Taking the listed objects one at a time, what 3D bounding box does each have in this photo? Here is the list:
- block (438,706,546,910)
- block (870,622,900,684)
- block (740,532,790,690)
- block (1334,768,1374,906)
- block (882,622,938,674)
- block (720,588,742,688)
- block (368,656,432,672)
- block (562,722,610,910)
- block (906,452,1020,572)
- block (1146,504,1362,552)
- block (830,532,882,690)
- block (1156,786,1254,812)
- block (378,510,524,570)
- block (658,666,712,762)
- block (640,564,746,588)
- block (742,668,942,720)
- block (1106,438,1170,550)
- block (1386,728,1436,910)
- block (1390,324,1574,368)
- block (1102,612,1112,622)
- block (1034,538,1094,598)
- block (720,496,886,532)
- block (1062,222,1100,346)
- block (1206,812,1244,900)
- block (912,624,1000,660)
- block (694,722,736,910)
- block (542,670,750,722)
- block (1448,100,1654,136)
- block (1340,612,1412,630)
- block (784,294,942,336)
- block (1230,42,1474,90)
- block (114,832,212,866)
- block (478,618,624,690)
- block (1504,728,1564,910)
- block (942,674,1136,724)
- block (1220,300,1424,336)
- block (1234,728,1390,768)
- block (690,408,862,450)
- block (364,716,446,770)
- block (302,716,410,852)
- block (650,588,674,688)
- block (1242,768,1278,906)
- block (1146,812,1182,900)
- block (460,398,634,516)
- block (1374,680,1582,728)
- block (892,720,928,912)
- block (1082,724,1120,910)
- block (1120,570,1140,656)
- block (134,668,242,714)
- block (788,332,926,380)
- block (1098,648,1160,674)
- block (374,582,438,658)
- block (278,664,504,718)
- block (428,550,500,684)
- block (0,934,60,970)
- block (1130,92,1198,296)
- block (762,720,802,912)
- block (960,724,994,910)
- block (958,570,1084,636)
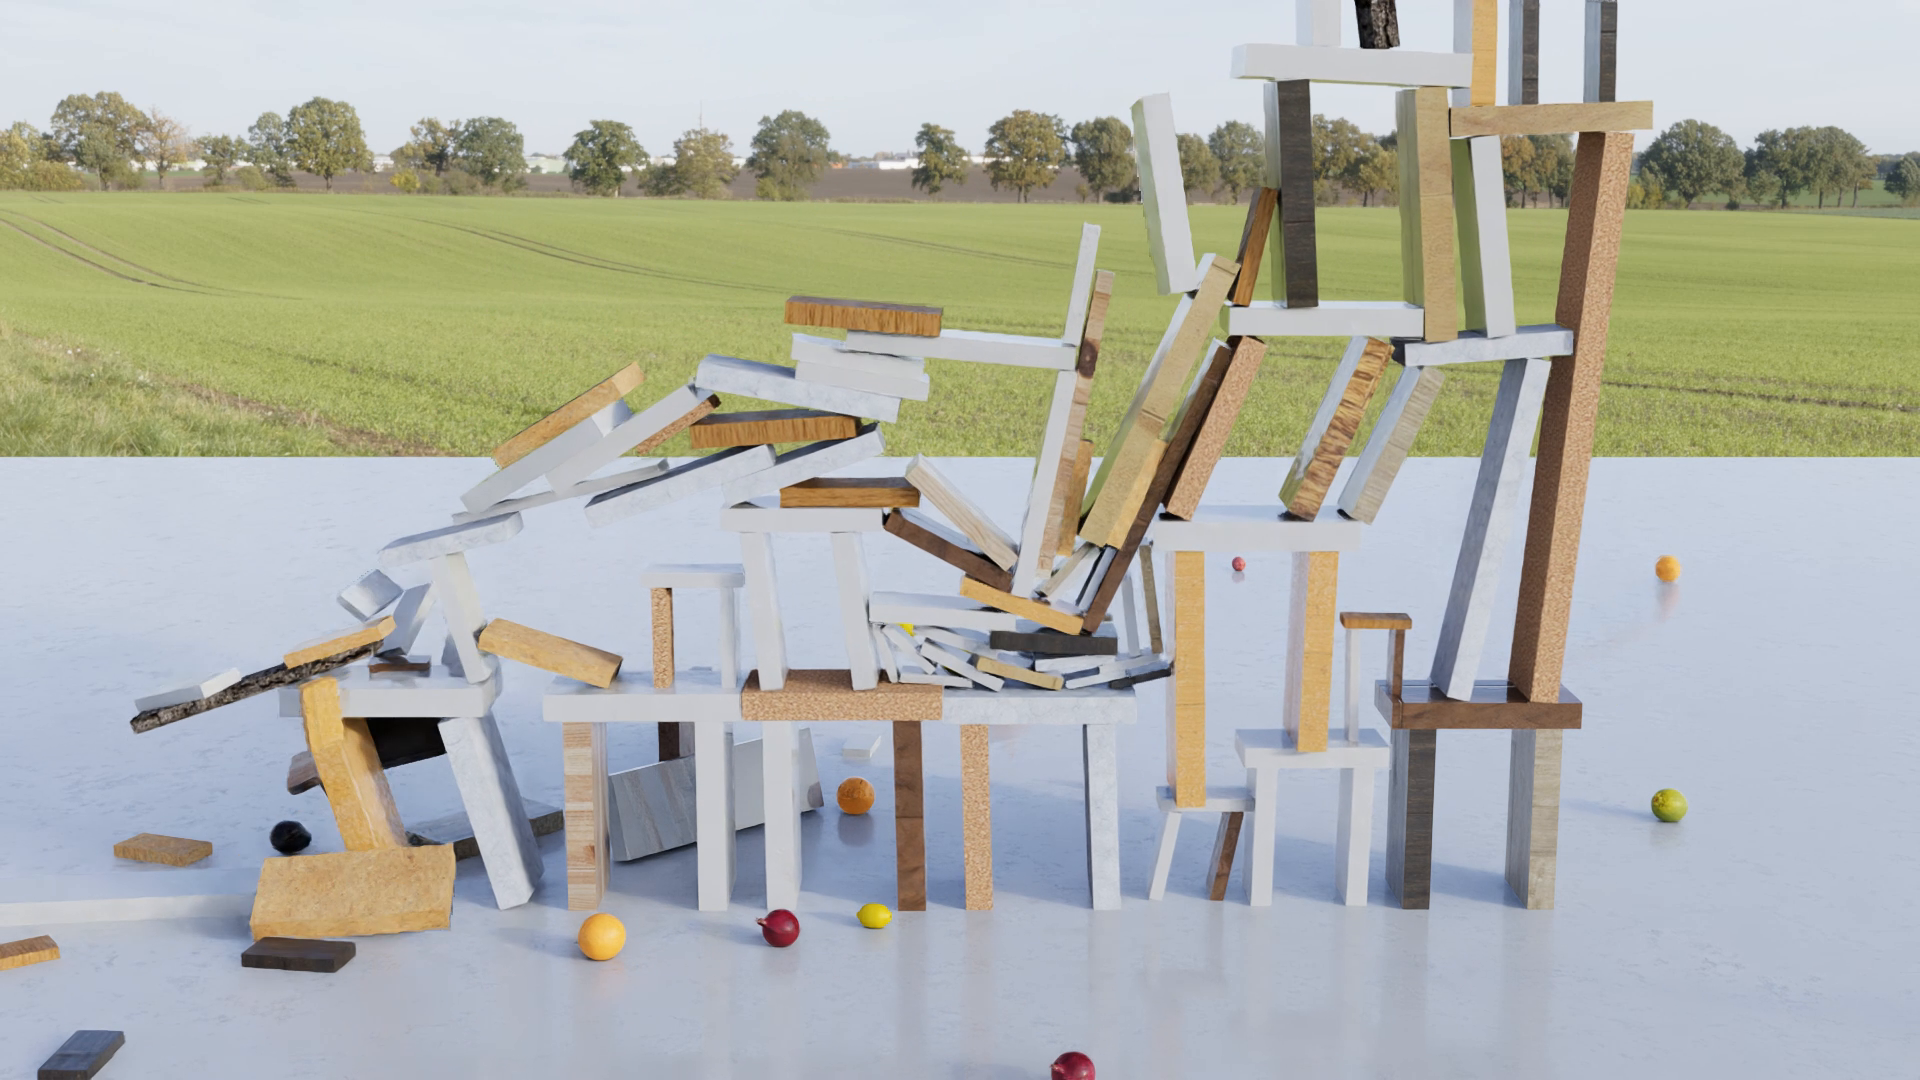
[{"bbox_3d":[-0.774,0.429,3.642,0.046,0.326,0.163,-16,10,3],"label":"block"},{"bbox_3d":[-0.121,0.176,3.594,0.015,0.108,0.054,-18,9,5],"label":"block"},{"bbox_3d":[-0.317,0.103,3.575,0.036,0.257,0.129,-7,10,1],"label":"block"},{"bbox_3d":[0.653,0.474,3.647,0.033,0.235,0.117,1,11,0],"label":"block"},{"bbox_3d":[-0.082,0.172,3.585,0.108,0.015,0.054,43,9,-5],"label":"block"},{"bbox_3d":[-0.374,0.150,3.590,0.023,0.166,0.083,0,11,0],"label":"block"},{"bbox_3d":[-0.932,0.206,3.659,0.097,0.014,0.049,-2,11,-9],"label":"block"},{"bbox_3d":[-0.616,0.434,3.637,0.045,0.319,0.159,0,11,0],"label":"block"},{"bbox_3d":[0.003,-0.046,3.528,0.221,0.031,0.110,43,8,-9],"label":"block"},{"bbox_3d":[0.469,-0.020,3.552,0.328,0.046,0.164,0,11,0],"label":"block"},{"bbox_3d":[-0.168,0.103,3.574,0.036,0.257,0.129,-7,10,3],"label":"block"},{"bbox_3d":[0.404,0.428,3.641,0.152,0.022,0.076,0,11,0],"label":"block"},{"bbox_3d":[-0.823,-0.001,3.565,0.212,0.030,0.106,-13,10,4],"label":"block"},{"bbox_3d":[-0.556,0.365,4.470,0.042,0.149,0.299,1,11,6],"label":"block"},{"bbox_3d":[-0.430,0.058,3.573,0.166,0.023,0.083,0,11,0],"label":"block"},{"bbox_3d":[-0.189,0.253,3.602,0.320,0.045,0.160,0,11,0],"label":"block"},{"bbox_3d":[0.280,-0.078,3.533,0.026,0.184,0.092,25,5,-4],"label":"block"},{"bbox_3d":[0.745,0.440,3.641,0.043,0.305,0.153,0,11,0],"label":"block"},{"bbox_3d":[0.828,-0.311,3.501,0.263,0.037,0.131,-4,10,1],"label":"block"},{"bbox_3d":[0.348,0.194,5.756,0.059,0.017,0.117,-4,11,-22],"label":"block"},{"bbox_3d":[0.170,0.045,3.556,0.016,0.116,0.058,43,-7,-6],"label":"block"},{"bbox_3d":[-0.251,-0.043,3.547,0.257,0.036,0.129,0,11,1],"label":"block"},{"bbox_3d":[0.191,-0.404,3.465,0.026,0.186,0.093,10,10,0],"label":"block"},{"bbox_3d":[0.440,0.514,3.659,0.022,0.152,0.076,11,10,-2],"label":"block"},{"bbox_3d":[-0.004,0.157,3.588,0.144,0.020,0.072,18,11,3],"label":"block"},{"bbox_3d":[-0.403,0.434,3.637,0.045,0.319,0.159,0,11,0],"label":"block"},{"bbox_3d":[-0.510,0.255,3.604,0.319,0.045,0.159,0,11,0],"label":"block"},{"bbox_3d":[0.905,-0.658,3.434,0.308,0.044,0.154,-2,10,1],"label":"block"},{"bbox_3d":[0.678,0.132,3.588,0.109,0.015,0.054,1,11,2],"label":"block"},{"bbox_3d":[-0.150,-0.355,3.474,0.242,0.034,0.121,5,11,0],"label":"block"},{"bbox_3d":[0.606,-0.738,3.430,0.346,0.049,0.173,3,10,-1],"label":"block"},{"bbox_3d":[-1.399,0.543,3.861,0.150,0.021,0.075,4,11,21],"label":"block"},{"bbox_3d":[-0.669,0.184,3.598,0.221,0.030,0.106,18,10,-3],"label":"block"},{"bbox_3d":[0.949,0.440,3.641,0.043,0.305,0.153,0,11,0],"label":"block"},{"bbox_3d":[0.128,0.260,3.606,0.312,0.044,0.156,0,11,0],"label":"block"},{"bbox_3d":[0.571,-0.352,3.493,0.301,0.043,0.150,1,11,1],"label":"block"},{"bbox_3d":[0.578,0.342,3.621,0.235,0.033,0.117,0,11,-1],"label":"block"},{"bbox_3d":[-0.293,-0.183,3.533,0.261,0.037,0.131,-4,11,3],"label":"block"},{"bbox_3d":[-0.937,0.311,3.769,0.261,0.131,0.037,-15,-21,2],"label":"block"},{"bbox_3d":[-0.991,0.429,3.642,0.046,0.326,0.163,-16,10,3],"label":"block"},{"bbox_3d":[-0.485,0.150,3.590,0.023,0.166,0.083,0,11,0],"label":"block"},{"bbox_3d":[0.496,0.475,3.646,0.033,0.235,0.117,1,11,0],"label":"block"},{"bbox_3d":[0.338,0.514,3.659,0.022,0.152,0.076,11,10,-2],"label":"block"},{"bbox_3d":[-0.665,-0.135,3.542,0.273,0.039,0.136,-29,10,19],"label":"block"},{"bbox_3d":[0.847,0.269,3.609,0.305,0.043,0.153,0,11,0],"label":"block"},{"bbox_3d":[-0.082,0.433,3.636,0.045,0.320,0.160,-1,11,0],"label":"block"},{"bbox_3d":[0.233,0.436,3.639,0.044,0.312,0.156,-3,11,0],"label":"block"},{"bbox_3d":[0.278,0.120,3.584,0.018,0.129,0.064,-6,11,6],"label":"block"},{"bbox_3d":[-1.261,0.245,3.591,0.164,0.023,0.082,-12,12,31],"label":"block"},{"bbox_3d":[-0.166,-0.293,3.506,0.211,0.030,0.105,9,12,-8],"label":"block"},{"bbox_3d":[0.275,0.195,3.586,0.100,0.014,0.050,-12,11,3],"label":"block"},{"bbox_3d":[-0.940,0.139,3.738,0.071,0.020,0.142,-14,42,35],"label":"block"},{"bbox_3d":[-0.930,0.246,3.607,0.326,0.046,0.163,0,11,0],"label":"block"},{"bbox_3d":[-0.808,0.119,3.586,0.030,0.212,0.106,-16,10,3],"label":"block"},{"bbox_3d":[-1.456,0.637,3.367,0.131,0.019,0.066,-8,13,-35],"label":"block"},{"bbox_3d":[0.323,-0.544,3.486,0.043,0.307,0.153,-9,5,-2],"label":"block"},{"bbox_3d":[-0.293,0.433,3.636,0.045,0.320,0.160,-1,11,0],"label":"block"},{"bbox_3d":[0.027,0.436,3.639,0.044,0.312,0.156,-2,11,0],"label":"block"},{"bbox_3d":[0.098,0.098,3.568,0.203,0.029,0.102,20,10,-4],"label":"block"}]
